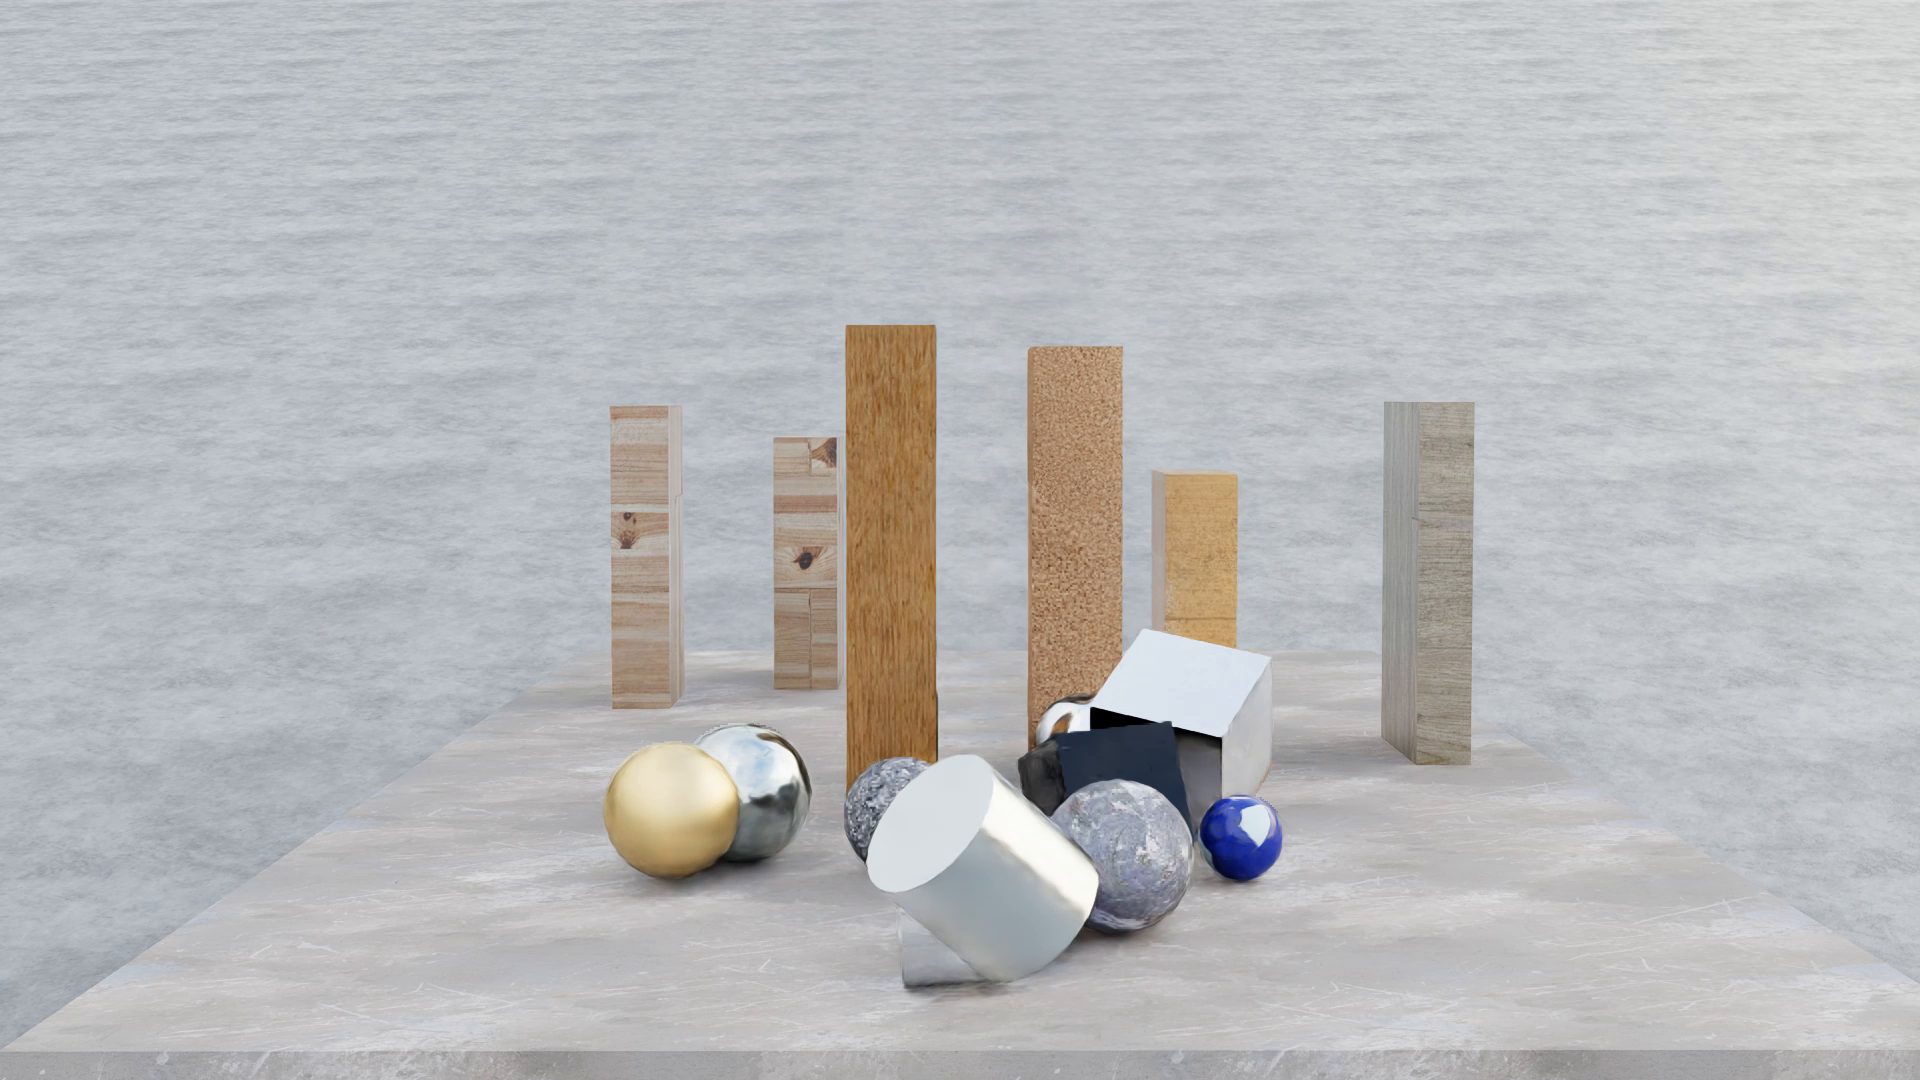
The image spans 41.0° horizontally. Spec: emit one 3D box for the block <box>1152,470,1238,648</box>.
[{"bbox_3d":[0.414,0.134,4.573,0.124,0.511,0.306,0,3,0],"label":"block"}]

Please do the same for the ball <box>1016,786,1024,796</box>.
[{"bbox_3d":[0.119,0.386,3.510,0.125,0.125,0.125,0,21,0],"label":"ball"}]

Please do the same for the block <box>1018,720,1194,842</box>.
[{"bbox_3d":[0.190,0.344,3.389,0.163,0.163,0.163,-5,-16,-19],"label":"block"}]

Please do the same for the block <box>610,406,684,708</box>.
[{"bbox_3d":[-0.659,0.029,5.433,0.119,0.625,0.282,0,3,0],"label":"block"}]

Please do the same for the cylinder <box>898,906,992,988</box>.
[{"bbox_3d":[-0.008,0.427,2.801,0.114,0.114,0.114,-4,21,-4],"label":"cylinder"}]

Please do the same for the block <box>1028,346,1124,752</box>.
[{"bbox_3d":[0.192,0.038,4.361,0.147,0.726,0.305,0,3,0],"label":"block"}]

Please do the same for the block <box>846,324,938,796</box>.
[{"bbox_3d":[-0.103,0.048,3.959,0.133,0.750,0.275,0,3,0],"label":"block"}]

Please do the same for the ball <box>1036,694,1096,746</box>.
[{"bbox_3d":[0.196,0.321,4.151,0.147,0.147,0.147,0,21,0],"label":"ball"}]

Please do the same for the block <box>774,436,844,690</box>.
[{"bbox_3d":[-0.340,0.043,5.817,0.139,0.554,0.348,0,3,0],"label":"block"}]

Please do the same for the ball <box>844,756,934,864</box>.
[{"bbox_3d":[-0.077,0.372,3.462,0.160,0.160,0.160,0,21,0],"label":"ball"}]

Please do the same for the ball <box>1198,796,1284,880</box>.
[{"bbox_3d":[0.374,0.397,3.426,0.113,0.113,0.113,0,21,0],"label":"ball"}]

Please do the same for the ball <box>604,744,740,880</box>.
[{"bbox_3d":[-0.379,0.357,3.387,0.179,0.179,0.179,0,21,0],"label":"ball"}]

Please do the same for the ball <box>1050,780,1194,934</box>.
[{"bbox_3d":[0.189,0.380,3.086,0.185,0.185,0.185,0,21,0],"label":"ball"}]

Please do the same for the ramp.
[{"bbox_3d":[0.049,0.442,4.532,2.000,0.100,4.000,0,3,0],"label":"ramp"}]

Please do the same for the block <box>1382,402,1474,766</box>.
[{"bbox_3d":[0.845,0.067,4.661,0.095,0.634,0.373,0,3,0],"label":"block"}]

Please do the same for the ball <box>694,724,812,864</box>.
[{"bbox_3d":[-0.301,0.351,3.555,0.191,0.191,0.191,0,21,0],"label":"ball"}]

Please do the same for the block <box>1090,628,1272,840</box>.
[{"bbox_3d":[0.314,0.277,3.631,0.194,0.194,0.194,12,37,23],"label":"block"}]

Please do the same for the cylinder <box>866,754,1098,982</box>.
[{"bbox_3d":[0.023,0.334,2.616,0.167,0.167,0.167,-34,30,23],"label":"cylinder"}]
